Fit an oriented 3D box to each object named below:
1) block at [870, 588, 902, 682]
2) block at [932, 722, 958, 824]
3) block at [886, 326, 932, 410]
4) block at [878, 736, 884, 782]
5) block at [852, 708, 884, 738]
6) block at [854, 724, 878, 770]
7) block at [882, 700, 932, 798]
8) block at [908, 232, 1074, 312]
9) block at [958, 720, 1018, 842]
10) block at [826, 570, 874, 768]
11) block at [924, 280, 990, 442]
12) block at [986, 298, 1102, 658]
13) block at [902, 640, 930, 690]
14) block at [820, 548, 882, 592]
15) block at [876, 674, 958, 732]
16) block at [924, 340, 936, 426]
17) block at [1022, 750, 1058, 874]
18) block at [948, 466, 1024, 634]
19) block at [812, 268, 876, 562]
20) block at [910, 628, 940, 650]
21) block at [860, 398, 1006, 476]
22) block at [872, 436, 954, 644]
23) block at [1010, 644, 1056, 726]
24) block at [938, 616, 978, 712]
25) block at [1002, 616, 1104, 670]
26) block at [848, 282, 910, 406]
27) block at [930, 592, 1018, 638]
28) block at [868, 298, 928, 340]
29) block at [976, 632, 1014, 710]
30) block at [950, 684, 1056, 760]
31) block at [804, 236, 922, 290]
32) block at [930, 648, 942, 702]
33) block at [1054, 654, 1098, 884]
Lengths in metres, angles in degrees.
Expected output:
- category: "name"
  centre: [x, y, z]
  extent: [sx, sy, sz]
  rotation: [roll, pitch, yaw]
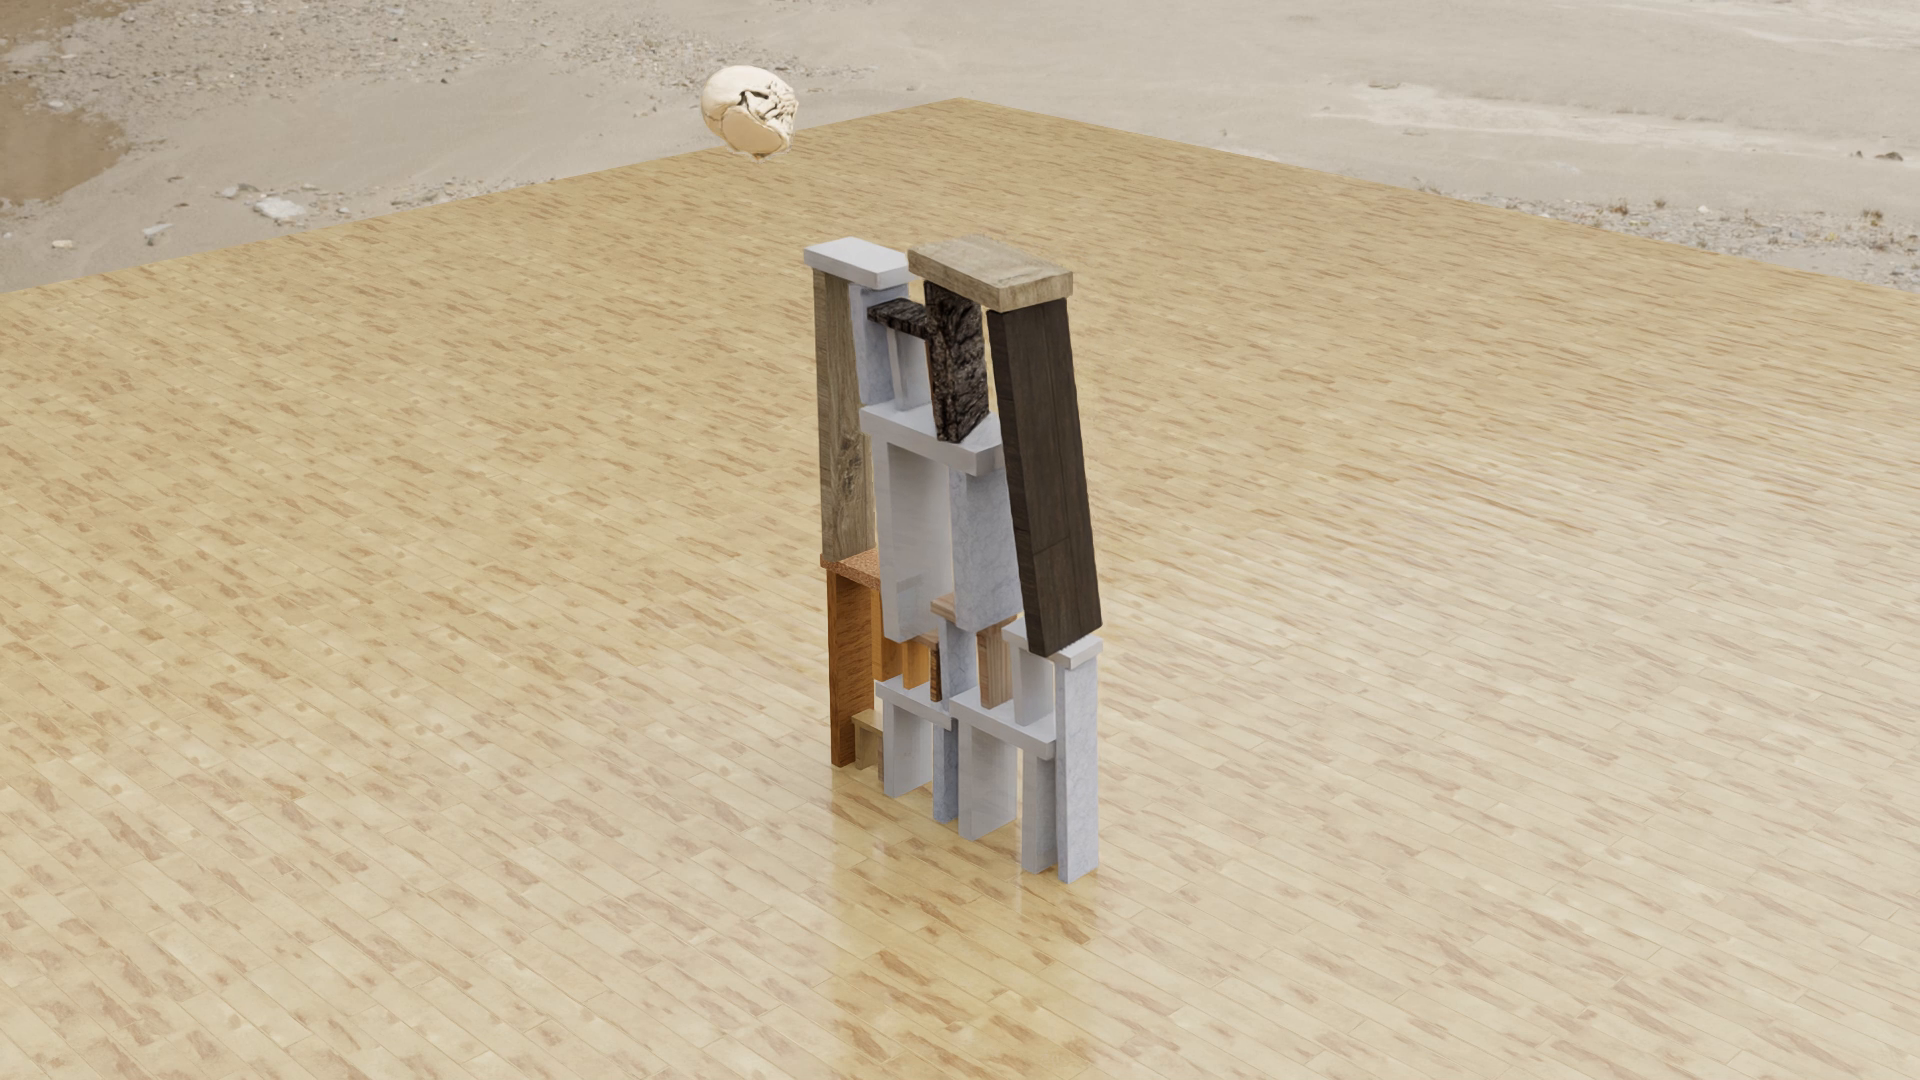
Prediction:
- category: "block"
  centre: [-0.133, 0.178, 4.448]
  extent: [0.028, 0.200, 0.100]
  rotation: [21, 31, 41]
- category: "block"
  centre: [-0.005, 0.451, 4.418]
  extent: [0.031, 0.218, 0.109]
  rotation: [21, 31, 41]
- category: "block"
  centre: [-0.092, -0.337, 4.156]
  extent: [0.083, 0.166, 0.023]
  rotation: [-23, 25, -37]
- category: "block"
  centre: [-0.147, 0.446, 4.575]
  extent: [0.015, 0.104, 0.052]
  rotation: [21, 31, 41]
- category: "block"
  centre: [-0.171, 0.382, 4.575]
  extent: [0.104, 0.015, 0.052]
  rotation: [21, 31, 41]
- category: "block"
  centre: [-0.196, 0.427, 4.620]
  extent: [0.015, 0.104, 0.052]
  rotation: [21, 31, 41]
- category: "block"
  centre: [-0.107, 0.411, 4.513]
  extent: [0.031, 0.218, 0.109]
  rotation: [21, 31, 41]
- category: "block"
  centre: [0.051, -0.471, 3.852]
  extent: [0.151, 0.043, 0.302]
  rotation: [-17, 28, -28]
- category: "block"
  centre: [0.056, 0.455, 4.356]
  extent: [0.130, 0.259, 0.037]
  rotation: [-21, 31, -40]
- category: "block"
  centre: [-0.227, 0.256, 4.584]
  extent: [0.028, 0.448, 0.100]
  rotation: [21, 31, 41]
- category: "block"
  centre: [-0.004, -0.347, 4.005]
  extent: [0.043, 0.302, 0.151]
  rotation: [5, 25, 22]
- category: "block"
  centre: [0.154, -0.116, 3.914]
  extent: [0.151, 0.656, 0.043]
  rotation: [-27, 30, -36]
- category: "block"
  centre: [-0.089, 0.237, 4.416]
  extent: [0.058, 0.117, 0.017]
  rotation: [-21, 30, -40]
- category: "block"
  centre: [-0.179, 0.055, 4.447]
  extent: [0.200, 0.028, 0.100]
  rotation: [21, 31, 41]
- category: "block"
  centre: [-0.056, 0.317, 4.417]
  extent: [0.218, 0.031, 0.109]
  rotation: [21, 31, 41]
- category: "block"
  centre: [-0.025, -0.304, 4.080]
  extent: [0.023, 0.166, 0.083]
  rotation: [6, 25, 31]
- category: "block"
  centre: [0.178, 0.503, 4.243]
  extent: [0.130, 0.259, 0.037]
  rotation: [-21, 31, -40]
- category: "block"
  centre: [0.061, -0.004, 4.123]
  extent: [0.163, 0.327, 0.046]
  rotation: [-23, 30, -38]
- category: "block"
  centre: [-0.227, -0.254, 4.361]
  extent: [0.033, 0.607, 0.117]
  rotation: [21, 31, 41]
- category: "block"
  centre: [-0.065, 0.186, 4.364]
  extent: [0.059, 0.017, 0.117]
  rotation: [-21, 31, -38]
- category: "block"
  centre: [-0.021, -0.206, 4.122]
  extent: [0.163, 0.046, 0.327]
  rotation: [-22, 31, -37]
- category: "block"
  centre: [-0.083, -0.021, 4.289]
  extent: [0.163, 0.422, 0.046]
  rotation: [-22, 30, -37]
- category: "block"
  centre: [0.139, 0.257, 4.161]
  extent: [0.088, 0.176, 0.025]
  rotation: [-27, 34, -37]
- category: "block"
  centre: [-0.003, 0.229, 4.317]
  extent: [0.080, 0.207, 0.023]
  rotation: [-22, 27, -40]
- category: "block"
  centre: [0.171, 0.184, 4.076]
  extent: [0.088, 0.025, 0.176]
  rotation: [-27, 34, -36]
- category: "block"
  centre: [-0.146, -0.384, 4.189]
  extent: [0.117, 0.233, 0.033]
  rotation: [-22, 26, -37]
- category: "block"
  centre: [0.027, 0.140, 4.232]
  extent: [0.080, 0.023, 0.159]
  rotation: [-22, 32, -38]
- category: "block"
  centre: [-0.088, -0.413, 4.093]
  extent: [0.083, 0.023, 0.166]
  rotation: [-21, 31, -36]
- category: "block"
  centre: [0.072, 0.238, 4.232]
  extent: [0.023, 0.159, 0.080]
  rotation: [19, 31, 42]
- category: "block"
  centre: [0.116, 0.343, 4.241]
  extent: [0.130, 0.037, 0.259]
  rotation: [-22, 31, -40]
- category: "block"
  centre: [-0.182, -0.528, 4.182]
  extent: [0.117, 0.033, 0.233]
  rotation: [-19, 29, -35]
- category: "block"
  centre: [-0.033, 0.258, 4.365]
  extent: [0.059, 0.117, 0.017]
  rotation: [-21, 31, -41]
- category: "block"
  centre: [0.221, 0.428, 4.144]
  extent: [0.088, 0.472, 0.025]
  rotation: [-24, 33, -39]
